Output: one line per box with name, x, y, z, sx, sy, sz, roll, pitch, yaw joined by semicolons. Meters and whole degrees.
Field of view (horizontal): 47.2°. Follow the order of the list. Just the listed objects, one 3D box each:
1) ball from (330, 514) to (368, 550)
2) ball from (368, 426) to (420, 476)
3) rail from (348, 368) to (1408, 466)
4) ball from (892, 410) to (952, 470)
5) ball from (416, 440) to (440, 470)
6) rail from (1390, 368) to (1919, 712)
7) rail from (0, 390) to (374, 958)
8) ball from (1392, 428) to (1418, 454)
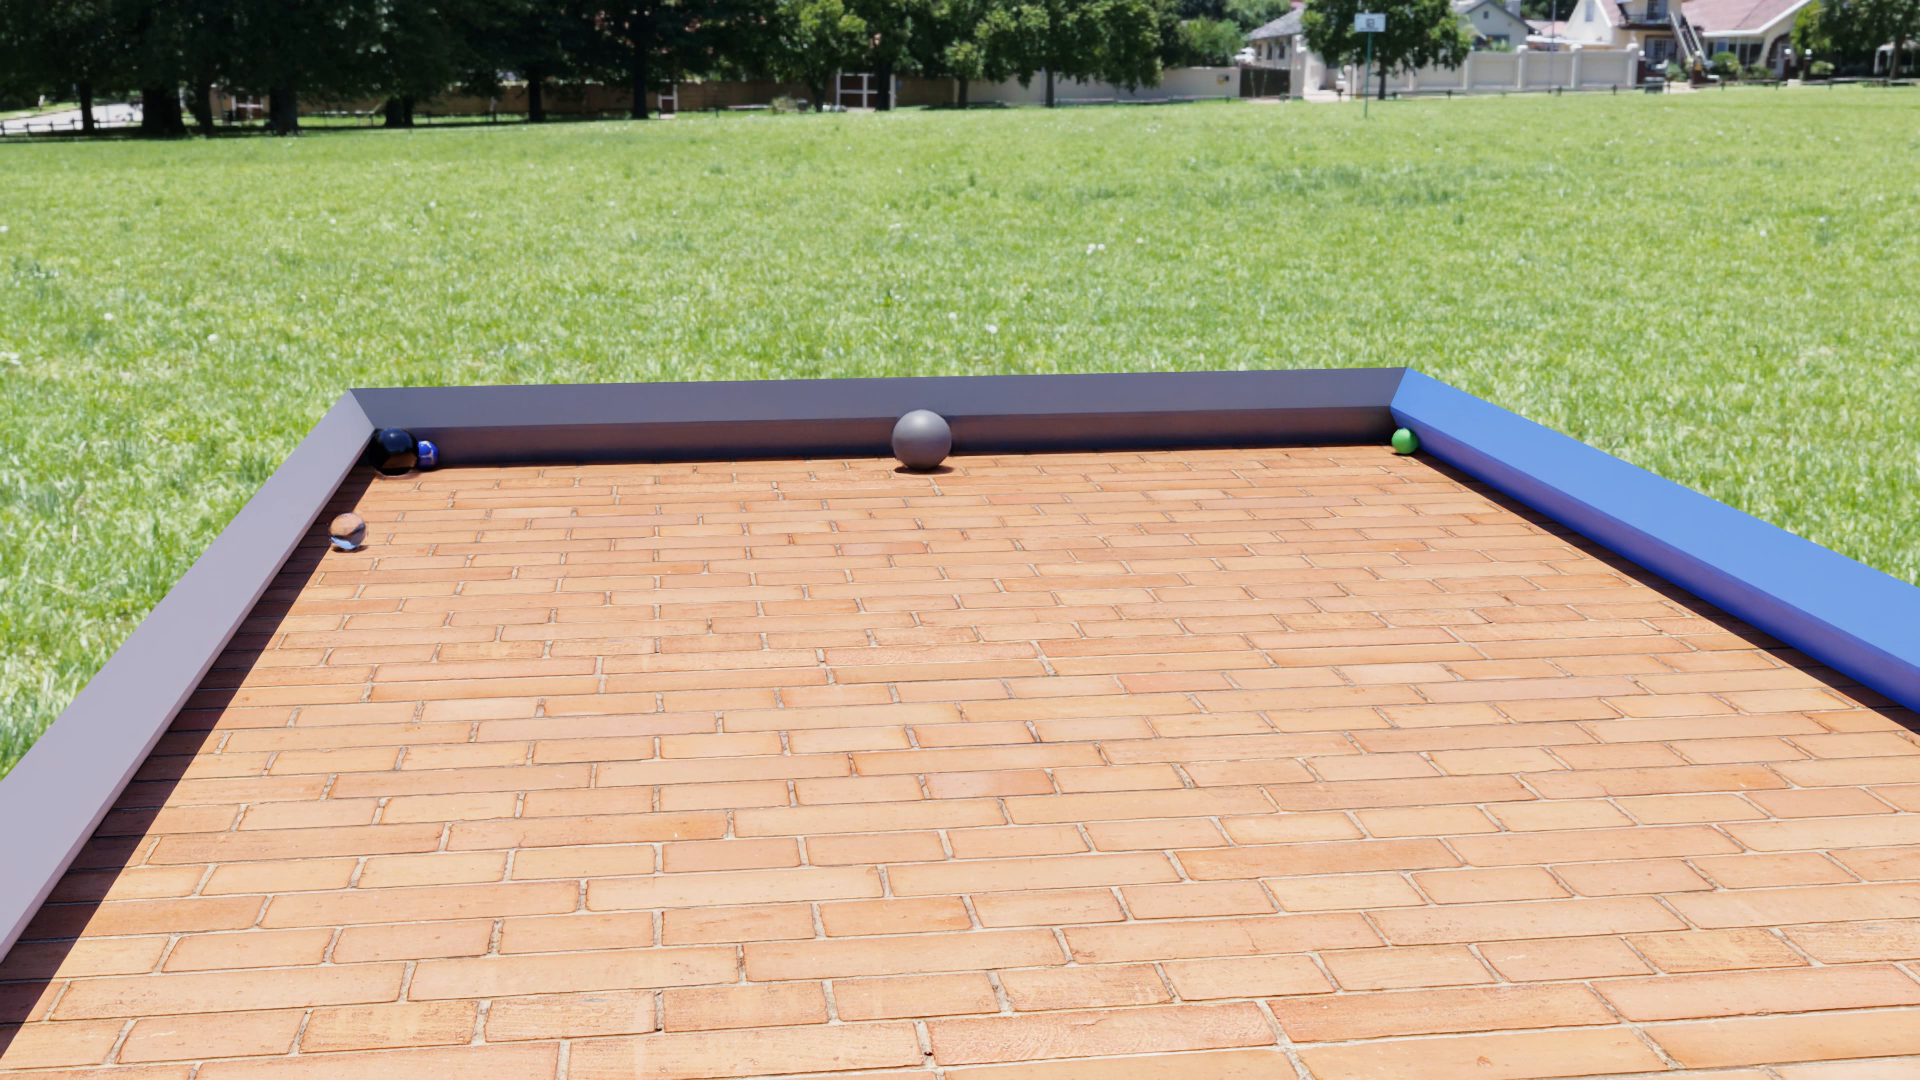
ball;-0.846;-0.012;3.042;0.050;0.050;0.050;0;13;0
ball;-0.914;-0.143;3.552;0.080;0.080;0.080;0;13;0
rail;-0.108;-0.208;3.723;1.808;0.128;0.045;-2;13;-8
ball;-0.063;-0.164;3.601;0.099;0.099;0.099;0;13;0
ball;-0.878;-0.139;3.605;0.049;0.049;0.049;0;13;0
rail;0.983;0.122;2.265;0.045;0.128;3.303;-2;13;-8
rail;-0.762;0.175;2.035;0.045;0.128;3.303;-2;13;-8
ball;0.757;-0.168;3.742;0.045;0.045;0.045;0;13;0
